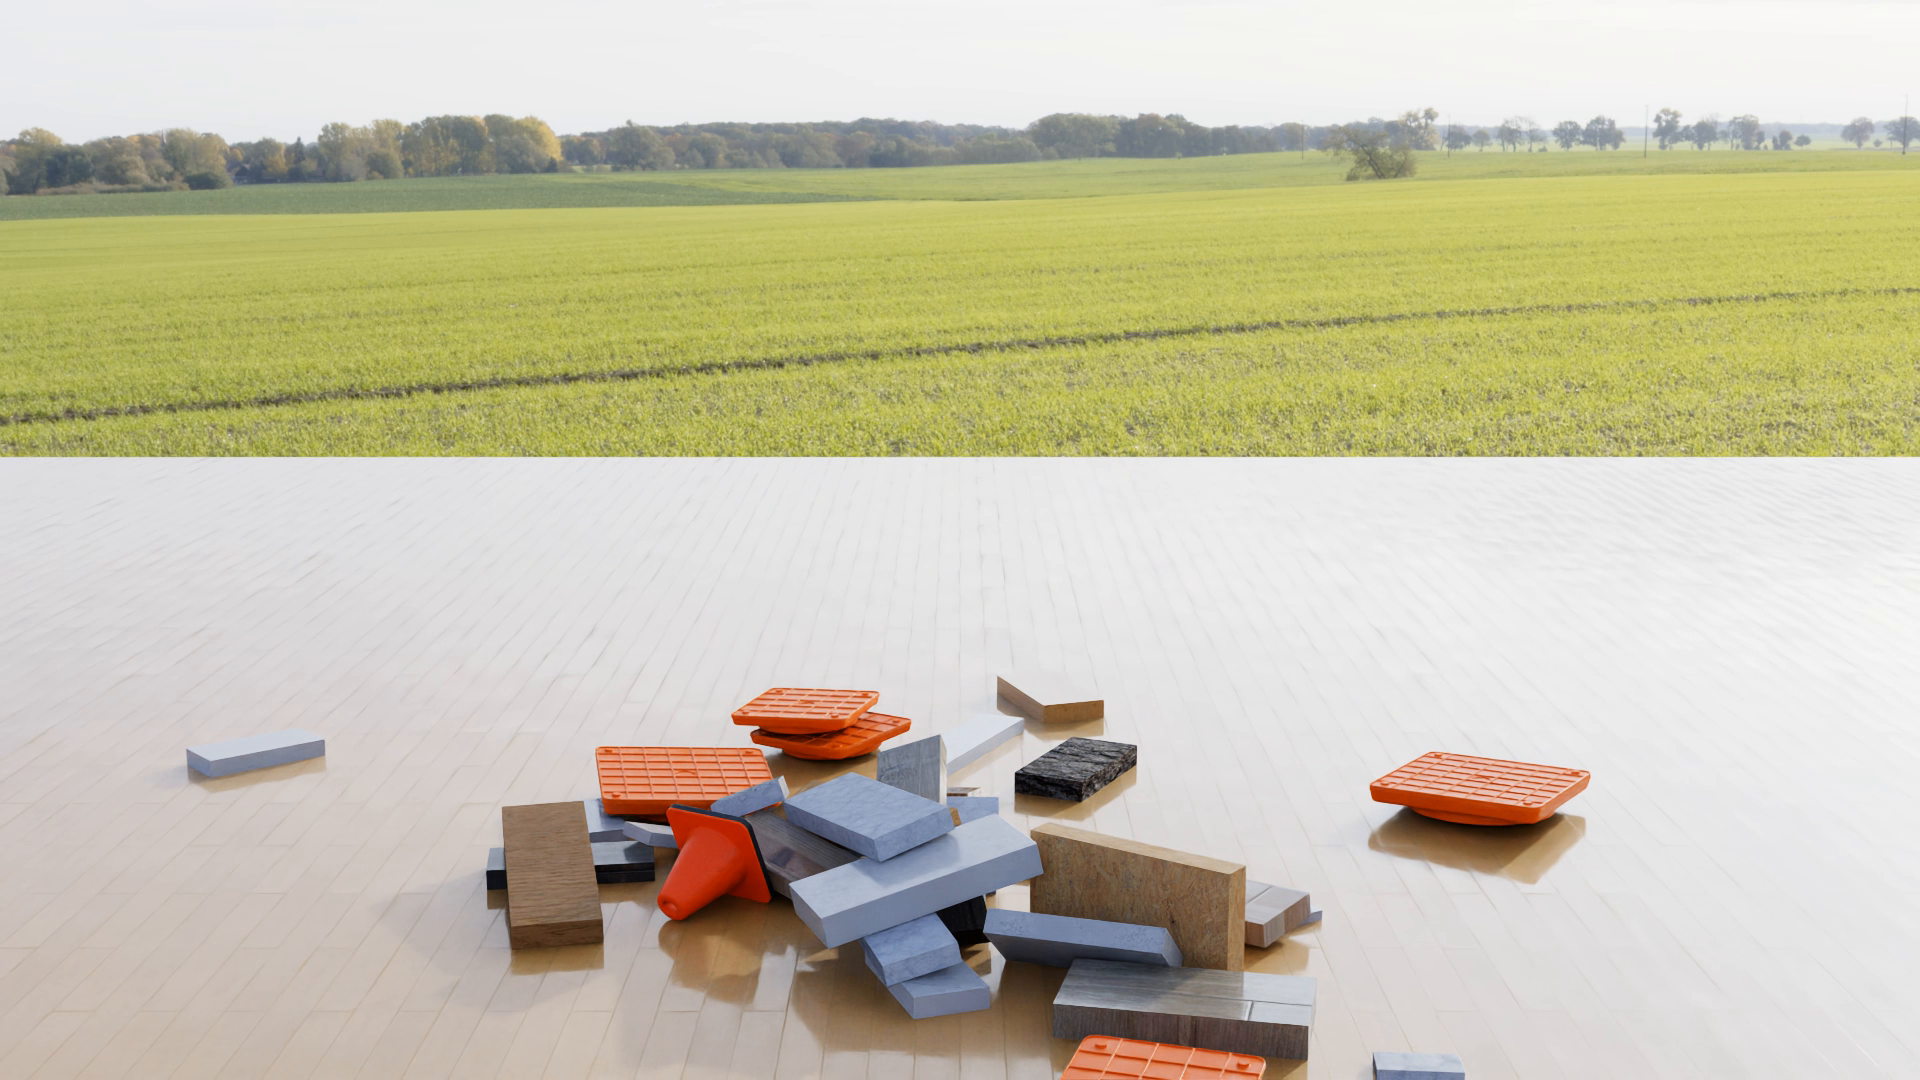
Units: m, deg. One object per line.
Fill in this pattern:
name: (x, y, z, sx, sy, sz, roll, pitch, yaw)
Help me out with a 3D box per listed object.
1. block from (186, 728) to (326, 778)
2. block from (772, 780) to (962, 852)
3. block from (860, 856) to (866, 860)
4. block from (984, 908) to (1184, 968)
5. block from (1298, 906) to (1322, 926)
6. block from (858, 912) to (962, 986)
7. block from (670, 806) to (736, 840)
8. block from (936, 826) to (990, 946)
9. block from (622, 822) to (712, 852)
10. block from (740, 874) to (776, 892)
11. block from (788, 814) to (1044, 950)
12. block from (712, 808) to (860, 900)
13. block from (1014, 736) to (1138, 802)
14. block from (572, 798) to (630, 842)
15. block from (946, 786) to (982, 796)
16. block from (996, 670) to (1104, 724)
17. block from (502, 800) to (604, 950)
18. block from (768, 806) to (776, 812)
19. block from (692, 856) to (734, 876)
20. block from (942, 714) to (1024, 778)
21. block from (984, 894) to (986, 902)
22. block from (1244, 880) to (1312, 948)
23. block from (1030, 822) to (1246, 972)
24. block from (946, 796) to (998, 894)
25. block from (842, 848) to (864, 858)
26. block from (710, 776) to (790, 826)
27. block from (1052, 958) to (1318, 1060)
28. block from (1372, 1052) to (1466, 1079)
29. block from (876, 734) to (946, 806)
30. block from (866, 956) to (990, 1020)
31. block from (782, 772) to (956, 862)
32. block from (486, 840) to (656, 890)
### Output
block: (-1.423, 0.428, 4.446, 0.239, 0.034, 0.120, -9, 14, -40)
block: (-0.168, 0.480, 3.761, 0.350, 0.035, 0.124, 5, 29, 43)
block: (-0.219, 0.553, 3.744, 0.190, 0.023, 0.081, 3, 2, 1)
block: (0.185, 0.603, 3.280, 0.273, 0.039, 0.136, 3, -27, 19)
block: (0.519, 0.606, 3.540, 0.116, 0.016, 0.058, -6, 12, -30)
block: (-0.087, 0.596, 3.314, 0.116, 0.033, 0.232, -16, 15, -13)
block: (-0.426, 0.512, 3.895, 0.099, 0.028, 0.198, 17, -3, -34)
block: (-0.029, 0.551, 3.503, 0.116, 0.033, 0.232, -5, 37, -9)
block: (-0.499, 0.521, 3.848, 0.163, 0.023, 0.081, 14, -2, -42)
block: (-0.304, 0.574, 3.709, 0.121, 0.017, 0.060, 4, 11, 21)
block: (-0.069, 0.524, 3.403, 0.355, 0.050, 0.177, -17, 14, -17)
block: (-0.284, 0.534, 3.673, 0.247, 0.035, 0.124, 22, 33, 34)
block: (0.230, 0.449, 4.321, 0.141, 0.040, 0.283, 5, 12, 26)
block: (-0.671, 0.514, 4.000, 0.099, 0.028, 0.198, -4, 11, -20)
block: (-0.009, 0.479, 4.118, 0.074, 0.021, 0.148, 0, -2, 11)
block: (0.198, 0.346, 4.875, 0.141, 0.040, 0.283, -4, 11, -19)
block: (-0.679, 0.547, 3.640, 0.141, 0.040, 0.459, -3, 18, -13)
block: (-0.258, 0.513, 3.919, 0.171, 0.024, 0.085, 0, 35, -1)
block: (-0.368, 0.538, 3.766, 0.163, 0.023, 0.081, -16, 1, -32)
block: (0.007, 0.420, 4.509, 0.099, 0.028, 0.393, 5, 12, 25)
block: (0.005, 0.564, 3.623, 0.076, 0.021, 0.151, 0, 29, 2)
block: (0.409, 0.584, 3.530, 0.273, 0.039, 0.136, 6, 18, 40)
block: (0.268, 0.556, 3.369, 0.355, 0.177, 0.050, 8, 13, 35)
block: (0.004, 0.521, 3.768, 0.121, 0.034, 0.241, 0, 27, 2)
block: (-0.210, 0.523, 3.763, 0.121, 0.017, 0.060, 6, 21, 44)
block: (-0.368, 0.457, 3.874, 0.124, 0.035, 0.247, -20, -3, -4)
block: (0.323, 0.665, 3.129, 0.355, 0.050, 0.177, 2, 11, 13)
block: (0.618, 0.712, 2.967, 0.116, 0.016, 0.058, 1, 11, 5)
block: (-0.086, 0.436, 3.887, 0.121, 0.034, 0.241, -17, 25, 8)
block: (-0.051, 0.647, 3.273, 0.116, 0.033, 0.232, -4, 11, -20)
block: (-0.156, 0.452, 3.619, 0.136, 0.039, 0.385, -21, 12, -24)
block: (-0.665, 0.555, 3.764, 0.279, 0.034, 0.120, -2, 11, -9)
